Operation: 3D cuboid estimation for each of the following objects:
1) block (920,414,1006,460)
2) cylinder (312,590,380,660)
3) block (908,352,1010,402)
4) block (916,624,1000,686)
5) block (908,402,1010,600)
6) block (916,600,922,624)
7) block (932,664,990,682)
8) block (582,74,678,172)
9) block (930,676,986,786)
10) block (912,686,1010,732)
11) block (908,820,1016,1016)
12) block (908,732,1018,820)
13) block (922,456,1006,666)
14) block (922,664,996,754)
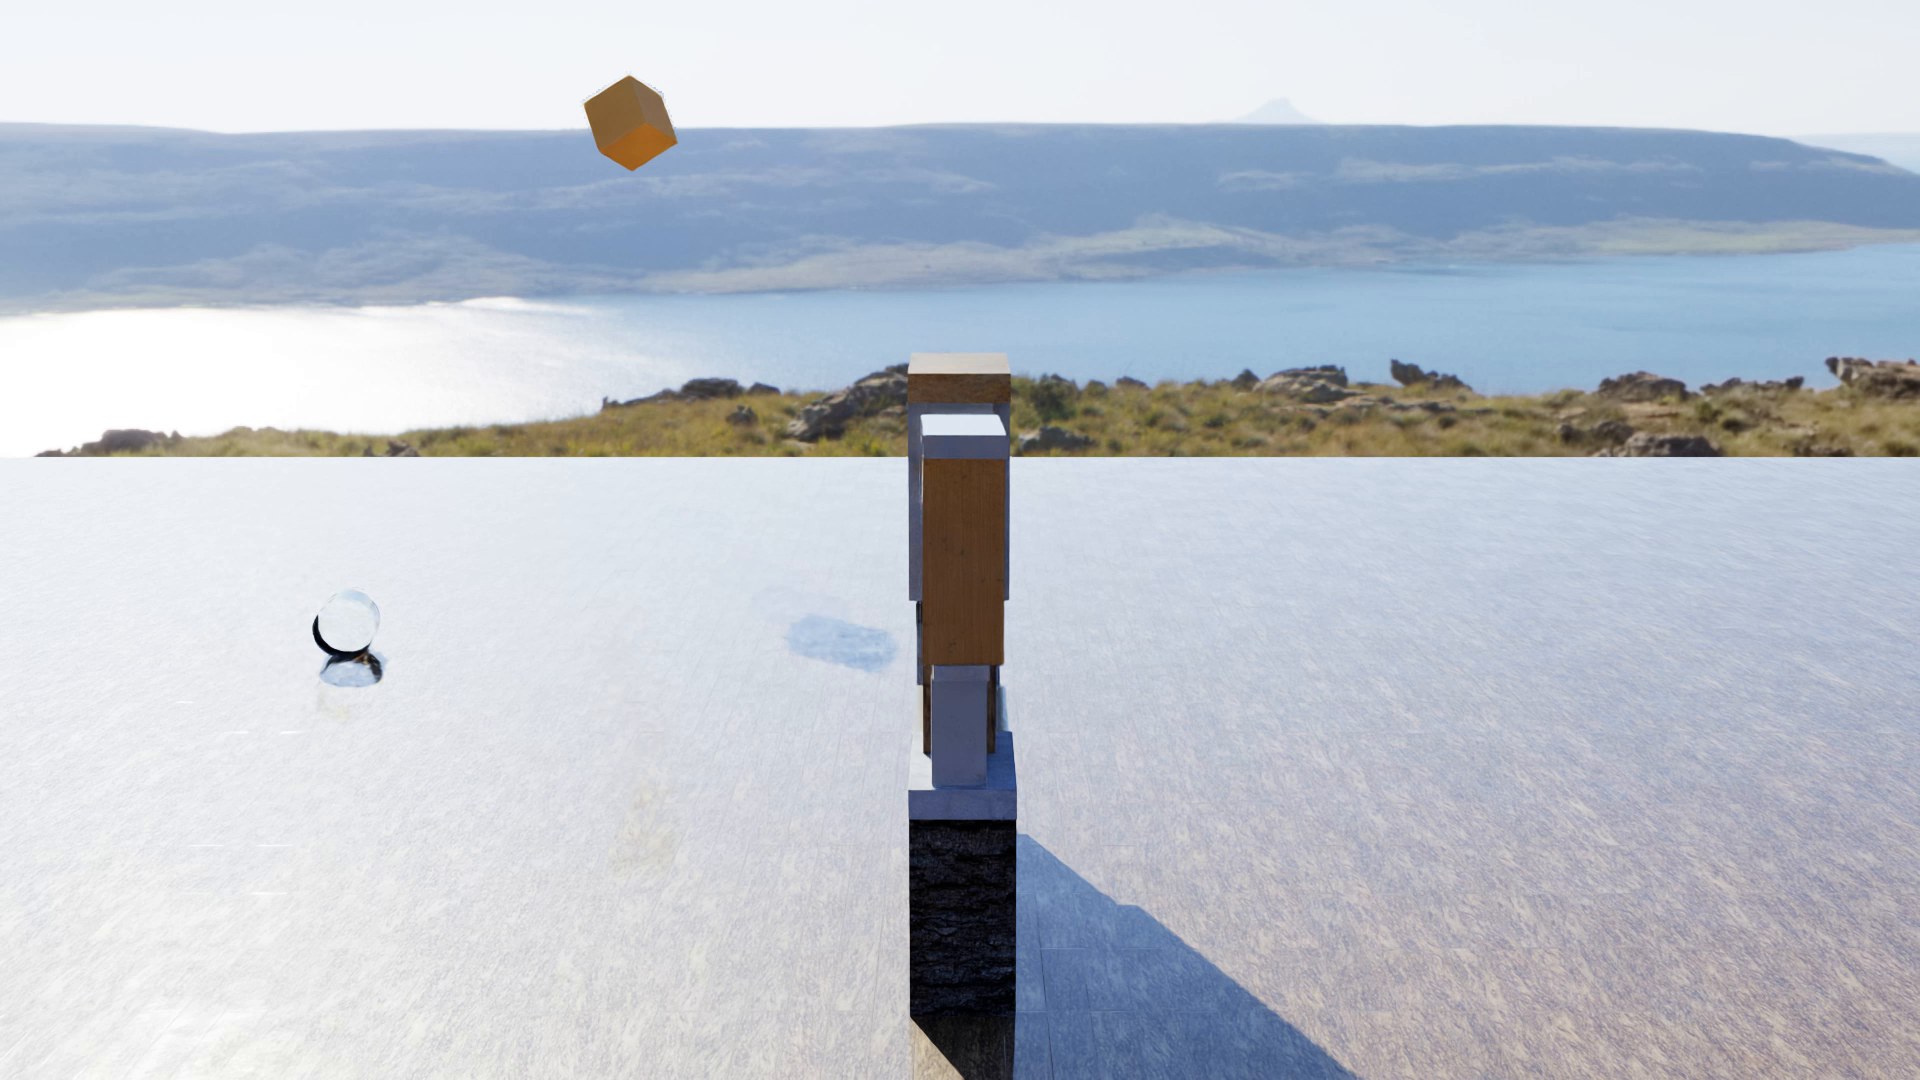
[{"bbox_3d":[0.003,-0.145,3.076,0.112,0.032,0.224,0,10,-2],"label":"block"},{"bbox_3d":[-1.487,0.204,5.335,0.145,0.145,0.145,-2,8,-10],"label":"cylinder"},{"bbox_3d":[-0.002,-0.268,3.609,0.162,0.046,0.324,0,11,0],"label":"block"},{"bbox_3d":[-0.003,0.279,3.764,0.141,0.296,0.040,0,10,1],"label":"block"},{"bbox_3d":[-0.001,-0.066,3.535,0.162,0.324,0.046,0,10,0],"label":"block"},{"bbox_3d":[-0.001,0.096,3.826,0.141,0.040,0.282,0,10,1],"label":"block"},{"bbox_3d":[-0.002,0.171,3.120,0.077,0.022,0.154,-1,11,-4],"label":"block"},{"bbox_3d":[-1.117,-1.412,7.454,0.198,0.198,0.198,-28,-21,18],"label":"block"},{"bbox_3d":[-0.002,0.267,3.084,0.077,0.154,0.022,-1,11,-4],"label":"block"},{"bbox_3d":[0.001,0.291,3.523,0.150,0.042,0.300,0,11,0],"label":"block"},{"bbox_3d":[0.004,0.531,3.153,0.152,0.304,0.043,0,11,0],"label":"block"},{"bbox_3d":[0.004,0.342,3.221,0.152,0.043,0.304,0,11,0],"label":"block"},{"bbox_3d":[0.004,0.027,3.035,0.112,0.292,0.032,0,12,-2],"label":"block"},{"bbox_3d":[-0.001,0.208,3.242,0.107,0.213,0.030,0,11,0],"label":"block"}]
